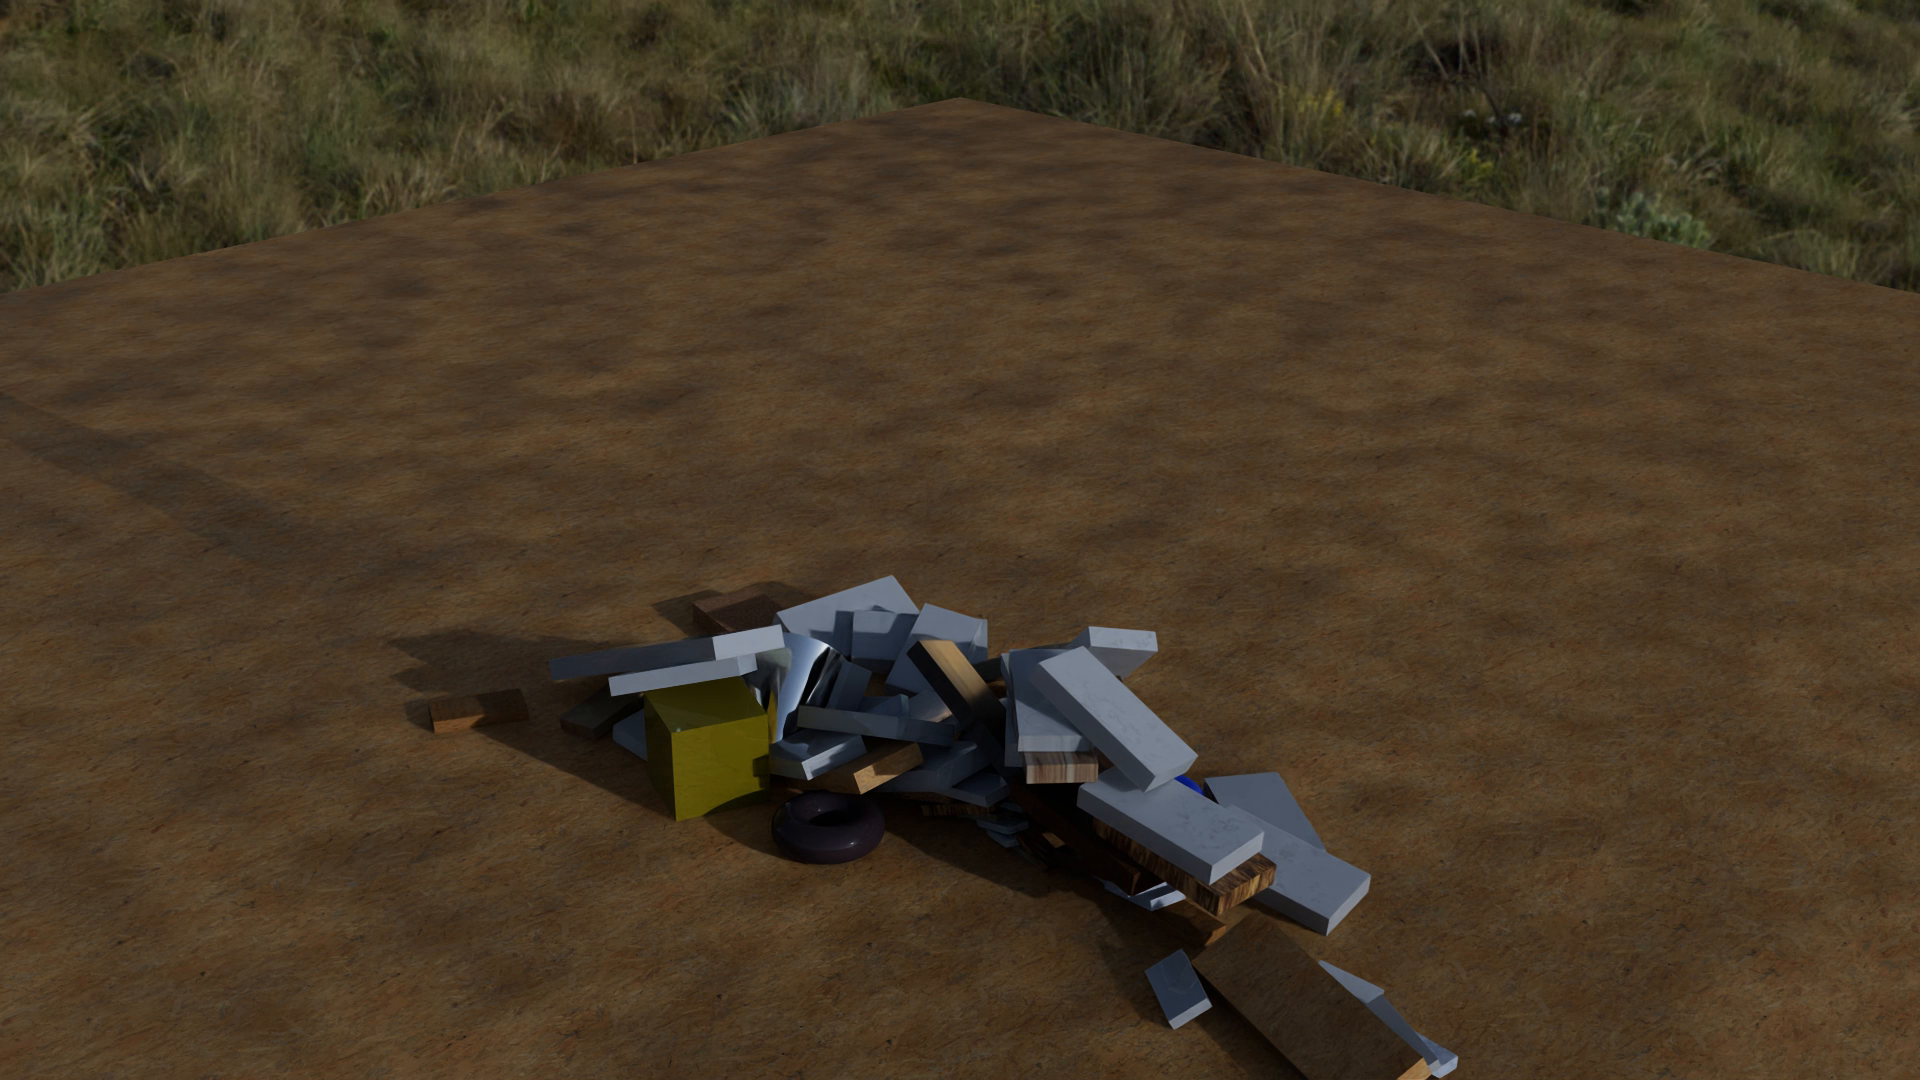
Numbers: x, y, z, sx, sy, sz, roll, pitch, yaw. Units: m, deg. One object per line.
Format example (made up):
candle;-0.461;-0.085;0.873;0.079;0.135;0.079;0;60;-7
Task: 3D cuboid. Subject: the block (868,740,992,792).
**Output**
block;-0.088;0.460;4.463;0.155;0.044;0.310;-25;11;-40

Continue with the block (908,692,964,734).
block;-0.059;0.373;4.671;0.138;0.039;0.276;-28;12;-27

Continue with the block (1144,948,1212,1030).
block;0.381;0.783;3.840;0.077;0.022;0.155;-32;25;3

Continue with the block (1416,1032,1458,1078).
block;0.701;0.837;3.758;0.084;0.024;0.306;-18;29;-36

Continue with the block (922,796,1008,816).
block;0.012;0.525;4.427;0.166;0.023;0.083;-7;15;36

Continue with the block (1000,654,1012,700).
block;0.162;0.282;4.356;0.132;0.037;0.264;-1;15;-6

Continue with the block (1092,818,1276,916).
block;0.407;0.561;4.018;0.155;0.044;0.310;-21;38;-38

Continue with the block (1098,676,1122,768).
block;0.289;0.431;4.415;0.178;0.050;0.431;-3;36;-13

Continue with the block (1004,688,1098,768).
block;0.181;0.341;4.388;0.178;0.050;0.356;2;25;1

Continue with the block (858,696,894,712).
block;-0.181;0.377;4.702;0.023;0.081;0.163;25;-18;-34

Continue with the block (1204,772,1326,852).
block;0.603;0.562;4.380;0.155;0.044;0.310;-4;23;-9

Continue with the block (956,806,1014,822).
block;0.049;0.547;4.412;0.104;0.015;0.052;0;10;40

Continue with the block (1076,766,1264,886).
block;0.383;0.508;4.018;0.310;0.044;0.155;28;37;35

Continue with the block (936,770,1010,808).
block;0.026;0.489;4.375;0.083;0.023;0.166;-25;22;-37

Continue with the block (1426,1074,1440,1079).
block;0.730;0.898;3.568;0.167;0.024;0.084;21;58;40

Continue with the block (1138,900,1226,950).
block;0.410;0.703;4.076;0.077;0.022;0.155;-17;28;-35

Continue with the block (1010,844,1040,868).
block;0.146;0.610;4.306;0.047;0.013;0.094;-15;27;-31

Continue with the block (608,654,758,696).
block;-0.572;0.276;4.548;0.276;0.039;0.138;-10;0;10

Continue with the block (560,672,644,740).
block;-0.770;0.364;4.824;0.102;0.029;0.203;13;34;33

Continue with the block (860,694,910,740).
block;-0.173;0.393;4.635;0.023;0.163;0.081;27;45;-40

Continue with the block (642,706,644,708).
block;-0.658;0.349;4.901;0.102;0.029;0.203;-17;29;-35

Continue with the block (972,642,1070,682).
block;0.154;0.271;4.852;0.154;0.044;0.309;-6;-8;-31

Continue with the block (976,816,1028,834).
block;0.085;0.564;4.369;0.052;0.015;0.104;-11;9;-34

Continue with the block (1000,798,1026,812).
block;0.116;0.526;4.403;0.052;0.015;0.103;-10;8;-31

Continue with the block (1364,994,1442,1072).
block;0.720;0.841;3.675;0.084;0.024;0.167;-31;38;-7

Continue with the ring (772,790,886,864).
ring;-0.260;0.564;4.337;0.226;0.075;0.226;0;22;0

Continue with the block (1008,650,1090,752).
block;0.168;0.303;4.184;0.132;0.037;0.264;0;34;-4

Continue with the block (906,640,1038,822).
block;0.067;0.377;4.393;0.442;0.039;0.138;51;20;21

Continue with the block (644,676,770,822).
block;-0.519;0.423;4.507;0.201;0.201;0.201;-10;25;-21

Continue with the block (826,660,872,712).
block;-0.247;0.346;4.714;0.023;0.163;0.081;17;-7;34

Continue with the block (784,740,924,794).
block;-0.220;0.456;4.452;0.155;0.044;0.311;-24;9;-30

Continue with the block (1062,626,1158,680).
block;0.264;0.281;4.674;0.154;0.379;0.044;6;63;-22

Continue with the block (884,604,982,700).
block;-0.060;0.264;4.956;0.138;0.039;0.276;17;43;10

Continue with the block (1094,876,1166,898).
block;0.312;0.630;4.172;0.085;0.024;0.169;-14;15;-23

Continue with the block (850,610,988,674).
block;-0.093;0.240;5.038;0.309;0.044;0.154;4;42;-4

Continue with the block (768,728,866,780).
block;-0.312;0.437;4.505;0.138;0.039;0.276;-23;9;-25

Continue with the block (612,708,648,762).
block;-0.600;0.390;4.746;0.138;0.039;0.276;27;36;29

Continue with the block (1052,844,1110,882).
block;0.262;0.607;4.192;0.085;0.024;0.169;-17;16;-34

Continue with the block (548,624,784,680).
block;-0.644;0.245;4.744;0.169;0.048;0.693;-10;0;-39

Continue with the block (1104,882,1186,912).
block;0.346;0.656;4.143;0.077;0.022;0.155;-15;15;-28

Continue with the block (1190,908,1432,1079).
block;0.583;0.804;3.720;0.155;0.044;0.487;-37;33;-9

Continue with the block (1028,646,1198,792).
block;0.285;0.332;4.112;0.310;0.044;0.155;44;31;21

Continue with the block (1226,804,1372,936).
block;0.600;0.622;4.159;0.310;0.044;0.155;25;40;30

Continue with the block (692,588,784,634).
block;-0.480;0.210;5.204;0.169;0.048;0.338;-14;27;-30

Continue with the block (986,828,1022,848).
block;0.093;0.584;4.340;0.047;0.013;0.094;-9;11;-21

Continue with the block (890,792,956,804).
block;-0.056;0.503;4.482;0.166;0.023;0.083;0;20;44

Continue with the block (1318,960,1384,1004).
block;0.667;0.777;3.811;0.121;0.017;0.061;23;36;23

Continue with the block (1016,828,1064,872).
block;0.157;0.602;4.273;0.047;0.013;0.094;-17;47;-32

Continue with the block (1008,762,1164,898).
block;0.275;0.528;4.152;0.178;0.050;0.356;-17;36;-34

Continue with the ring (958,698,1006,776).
ring;0.180;0.432;4.588;0.370;0.123;0.370;1;22;0

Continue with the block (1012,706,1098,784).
block;0.178;0.384;4.166;0.132;0.037;0.264;-1;20;-5

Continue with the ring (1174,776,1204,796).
ring;0.403;0.526;4.443;0.184;0.061;0.184;-1;22;0

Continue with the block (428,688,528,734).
block;-1.060;0.376;4.838;0.203;0.029;0.102;-8;24;-18

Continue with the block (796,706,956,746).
block;-0.174;0.380;4.501;0.155;0.044;0.311;12;-7;-43

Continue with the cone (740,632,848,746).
cone;-0.381;0.386;4.698;0.269;0.269;0.269;4;50;9

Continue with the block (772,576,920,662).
block;-0.252;0.201;5.125;0.338;0.048;0.169;-18;59;-36
